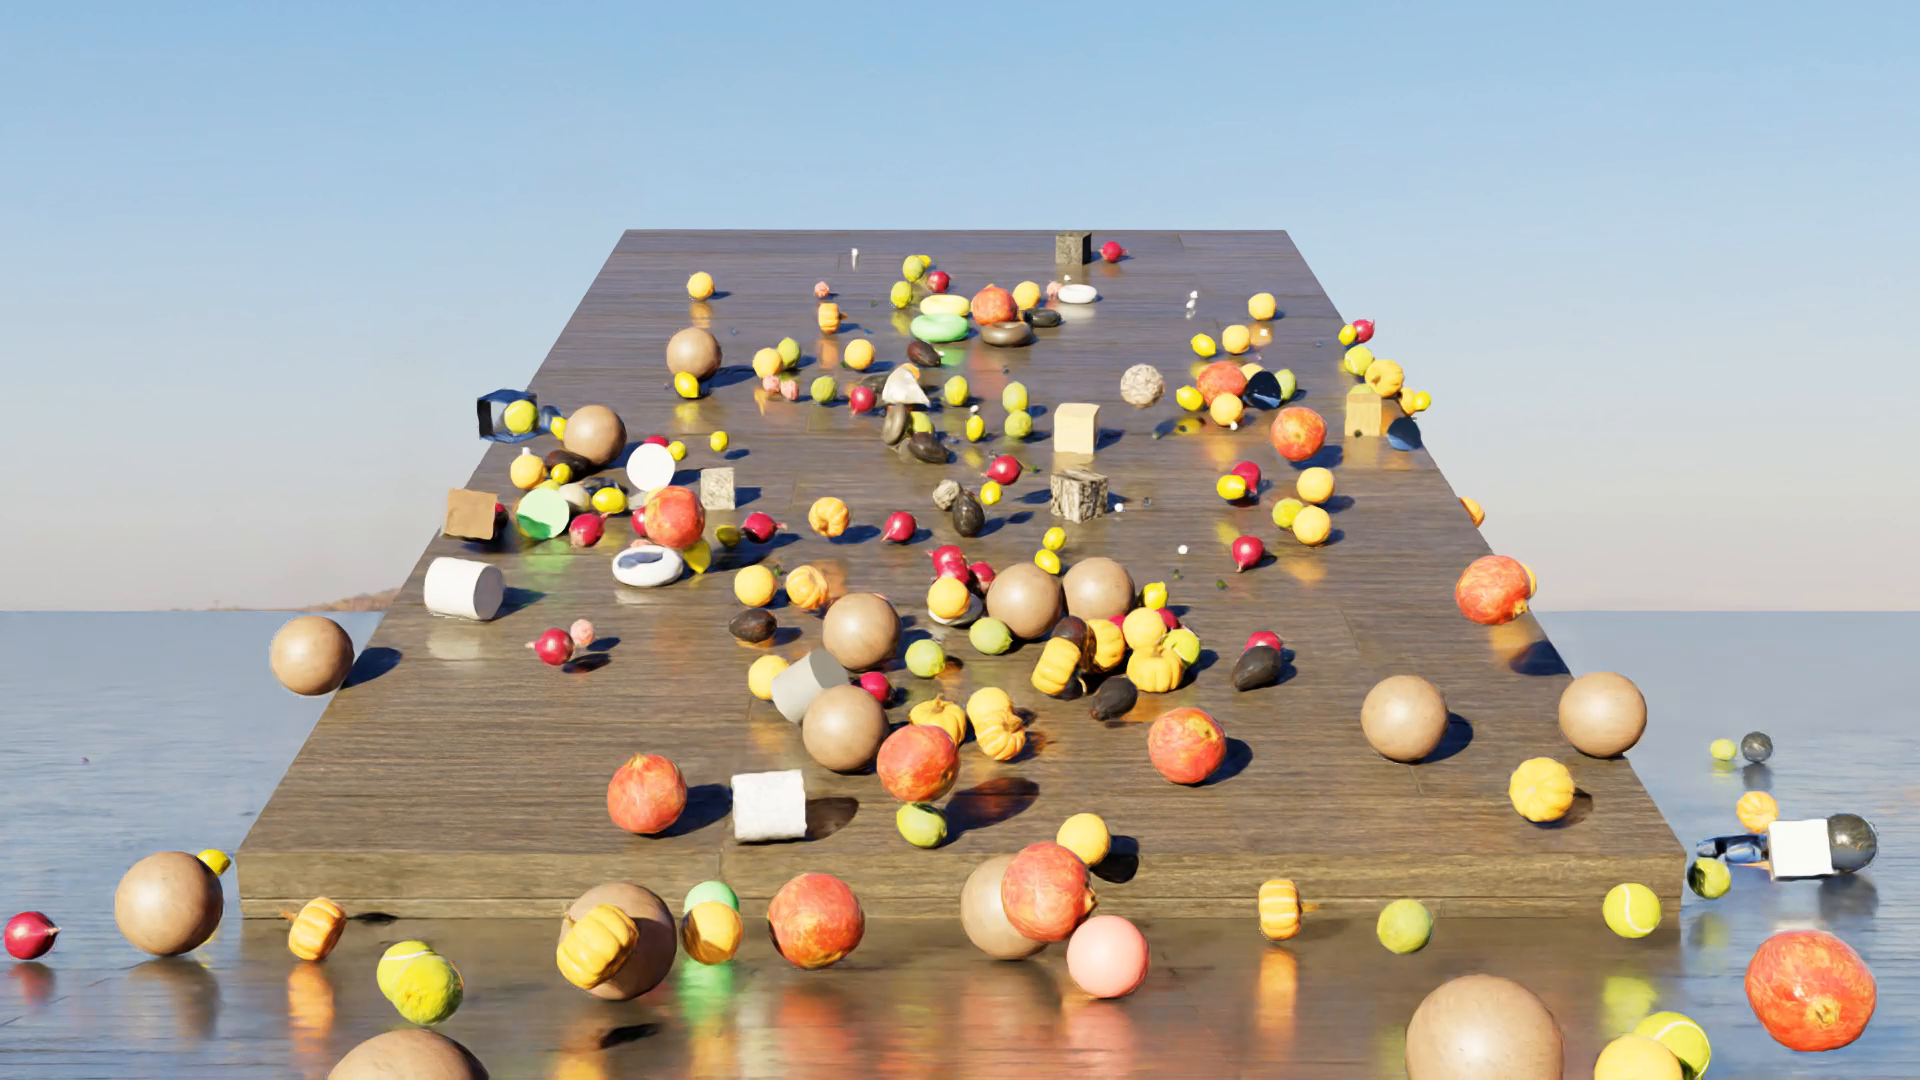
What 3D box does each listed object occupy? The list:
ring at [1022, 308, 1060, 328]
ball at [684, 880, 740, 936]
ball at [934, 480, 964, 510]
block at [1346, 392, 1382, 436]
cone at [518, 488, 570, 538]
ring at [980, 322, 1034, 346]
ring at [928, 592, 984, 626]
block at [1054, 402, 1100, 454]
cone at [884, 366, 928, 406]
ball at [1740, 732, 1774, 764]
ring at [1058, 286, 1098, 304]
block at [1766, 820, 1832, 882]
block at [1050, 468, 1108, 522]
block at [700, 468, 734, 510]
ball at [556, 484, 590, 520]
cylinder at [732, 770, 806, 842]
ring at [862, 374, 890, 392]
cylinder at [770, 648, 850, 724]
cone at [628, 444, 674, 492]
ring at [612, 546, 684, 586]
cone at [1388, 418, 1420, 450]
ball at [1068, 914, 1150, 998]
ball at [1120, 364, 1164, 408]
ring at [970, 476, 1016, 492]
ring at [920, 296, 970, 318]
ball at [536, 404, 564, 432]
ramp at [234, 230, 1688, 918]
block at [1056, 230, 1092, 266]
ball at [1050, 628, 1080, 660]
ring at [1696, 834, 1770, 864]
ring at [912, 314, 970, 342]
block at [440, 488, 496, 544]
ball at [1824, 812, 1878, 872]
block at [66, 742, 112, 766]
[{"bbox_3d":[0.210,-0.570,5.817,0.098,0.033,0.098,1,19,0],"label":"ring"},{"bbox_3d":[-0.321,0.477,2.933,0.072,0.072,0.072,0,-2,0],"label":"ball"},{"bbox_3d":[-0.022,-0.089,4.459,0.061,0.061,0.061,0,-2,0],"label":"ball"},{"bbox_3d":[0.881,-0.274,4.951,0.074,0.074,0.074,4,20,10],"label":"block"},{"bbox_3d":[-0.799,-0.045,4.360,0.097,0.097,0.097,0,-7,-8],"label":"cone"},{"bbox_3d":[0.117,-0.513,5.644,0.132,0.044,0.132,0,17,0],"label":"ring"},{"bbox_3d":[-0.007,0.118,3.931,0.096,0.032,0.096,-2,24,1],"label":"ring"},{"bbox_3d":[0.249,-0.239,4.839,0.083,0.083,0.083,4,21,12],"label":"block"},{"bbox_3d":[-0.103,-0.324,5.055,0.096,0.096,0.096,29,14,31],"label":"cone"},{"bbox_3d":[2.195,0.571,6.247,0.087,0.087,0.087,0,-2,0],"label":"ball"},{"bbox_3d":[0.315,-0.654,6.045,0.106,0.035,0.106,1,19,0],"label":"ring"},{"bbox_3d":[1.238,0.459,3.349,0.079,0.079,0.079,-5,-15,15],"label":"block"},{"bbox_3d":[0.233,-0.088,4.434,0.079,0.079,0.079,-16,26,-38],"label":"block"},{"bbox_3d":[-0.480,-0.102,4.488,0.064,0.064,0.064,-2,20,-6],"label":"block"},{"bbox_3d":[-0.753,-0.075,4.402,0.072,0.072,0.072,0,-2,0],"label":"ball"},{"bbox_3d":[-0.266,0.370,3.149,0.094,0.094,0.094,-4,-1,-9],"label":"cylinder"},{"bbox_3d":[-0.189,-0.363,5.258,0.081,0.027,0.081,1,19,0],"label":"ring"},{"bbox_3d":[-0.231,0.226,3.501,0.087,0.087,0.087,-35,-20,28],"label":"cylinder"},{"bbox_3d":[-0.618,-0.141,4.624,0.097,0.097,0.097,0,-7,7],"label":"cone"},{"bbox_3d":[-0.565,0.048,4.111,0.130,0.043,0.130,1,21,0],"label":"ring"},{"bbox_3d":[0.944,-0.222,4.869,0.072,0.072,0.072,0,-7,-4],"label":"cone"},{"bbox_3d":[0.165,0.462,2.518,0.092,0.092,0.092,0,-2,0],"label":"ball"},{"bbox_3d":[0.387,-0.326,4.816,0.094,0.094,0.094,0,-2,0],"label":"ball"},{"bbox_3d":[0.066,-0.112,4.610,0.095,0.032,0.095,2,0,0],"label":"ring"},{"bbox_3d":[-0.037,-0.606,5.900,0.131,0.044,0.131,1,19,0],"label":"ring"},{"bbox_3d":[-0.894,-0.266,4.943,0.058,0.058,0.058,0,-2,0],"label":"ball"},{"bbox_3d":[-0.005,-0.208,5.019,2.000,0.100,4.000,0,20,0],"label":"ramp"},{"bbox_3d":[0.324,-0.833,6.469,0.079,0.079,0.079,8,21,20],"label":"block"},{"bbox_3d":[0.173,0.173,3.760,0.051,0.051,0.051,0,-2,0],"label":"ball"},{"bbox_3d":[1.294,0.514,3.770,0.134,0.045,0.134,-3,-11,-1],"label":"ring"},{"bbox_3d":[-0.049,-0.533,5.694,0.147,0.049,0.147,0,19,0],"label":"ring"},{"bbox_3d":[-0.910,-0.045,4.195,0.085,0.085,0.085,8,-7,-19],"label":"block"},{"bbox_3d":[1.448,0.494,3.707,0.097,0.097,0.097,0,-2,0],"label":"ball"},{"bbox_3d":[-2.385,0.604,6.203,0.091,0.091,0.091,2,-1,-1],"label":"block"}]
